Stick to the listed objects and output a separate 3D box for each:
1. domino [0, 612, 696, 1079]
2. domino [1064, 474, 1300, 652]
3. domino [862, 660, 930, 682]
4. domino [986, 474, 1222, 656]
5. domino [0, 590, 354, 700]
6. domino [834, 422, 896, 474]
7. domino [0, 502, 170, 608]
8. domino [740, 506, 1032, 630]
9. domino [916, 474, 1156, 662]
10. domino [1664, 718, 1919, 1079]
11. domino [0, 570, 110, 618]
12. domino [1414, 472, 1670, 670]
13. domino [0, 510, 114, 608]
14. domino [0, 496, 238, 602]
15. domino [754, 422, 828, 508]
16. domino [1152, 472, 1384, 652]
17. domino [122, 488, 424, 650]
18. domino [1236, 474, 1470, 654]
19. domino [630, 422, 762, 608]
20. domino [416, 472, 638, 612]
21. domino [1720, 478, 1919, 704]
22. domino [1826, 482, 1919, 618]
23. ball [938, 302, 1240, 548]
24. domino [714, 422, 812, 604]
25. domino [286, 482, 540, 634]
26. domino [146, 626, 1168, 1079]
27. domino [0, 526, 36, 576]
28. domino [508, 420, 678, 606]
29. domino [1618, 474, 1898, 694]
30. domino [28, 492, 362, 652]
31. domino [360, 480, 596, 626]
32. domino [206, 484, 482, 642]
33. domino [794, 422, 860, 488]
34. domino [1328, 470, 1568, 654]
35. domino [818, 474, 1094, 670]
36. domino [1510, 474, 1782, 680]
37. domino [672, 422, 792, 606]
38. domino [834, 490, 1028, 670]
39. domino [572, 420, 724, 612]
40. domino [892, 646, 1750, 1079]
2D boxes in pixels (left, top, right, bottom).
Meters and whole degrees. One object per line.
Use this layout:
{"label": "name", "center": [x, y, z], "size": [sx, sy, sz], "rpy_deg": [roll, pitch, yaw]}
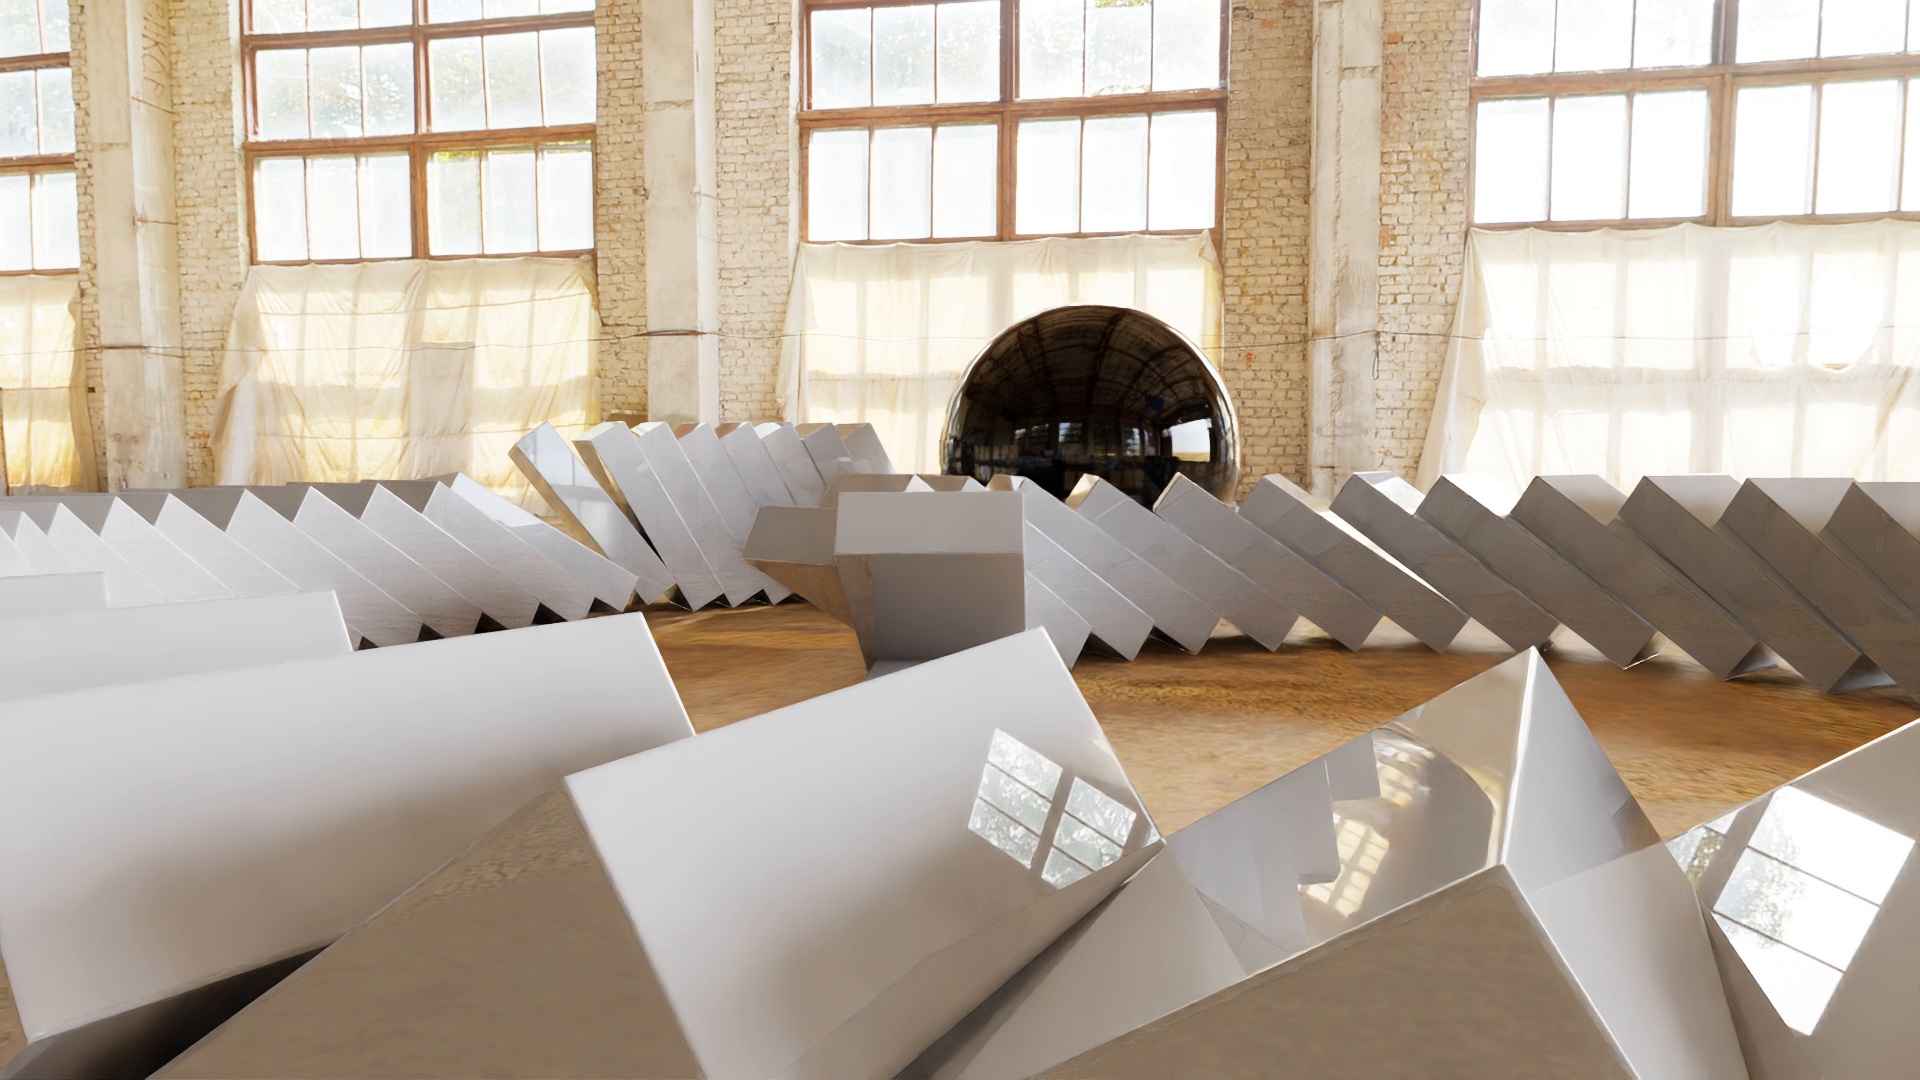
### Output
{"label": "domino", "center": [-0.036, 0.021, 0.057], "size": [0.050, 0.009, 0.025], "rpy_deg": [-36, -17, 31]}
{"label": "domino", "center": [0.046, 0.004, 0.272], "size": [0.050, 0.009, 0.025], "rpy_deg": [34, 3, -4]}
{"label": "domino", "center": [-0.001, 0.025, 0.172], "size": [0.025, 0.009, 0.050], "rpy_deg": [0, 4, 2]}
{"label": "domino", "center": [0.028, 0.005, 0.265], "size": [0.050, 0.009, 0.025], "rpy_deg": [34, -3, -12]}
{"label": "domino", "center": [-0.052, 0.020, 0.066], "size": [0.025, 0.009, 0.050], "rpy_deg": [-5, -27, -49]}
{"label": "domino", "center": [-0.022, -0.009, 0.360], "size": [0.010, 0.050, 0.025], "rpy_deg": [-33, 17, -20]}
{"label": "domino", "center": [-0.122, 0.012, 0.174], "size": [0.025, 0.009, 0.050], "rpy_deg": [0, -29, -3]}
{"label": "domino", "center": [-0.011, 0.010, 0.218], "size": [0.025, 0.009, 0.050], "rpy_deg": [3, -23, 38]}
{"label": "domino", "center": [0.012, 0.005, 0.252], "size": [0.050, 0.009, 0.025], "rpy_deg": [37, -12, -24]}
{"label": "domino", "center": [0.017, 0.022, 0.039], "size": [0.050, 0.009, 0.025], "rpy_deg": [-34, -6, 17]}
{"label": "domino", "center": [-0.068, 0.019, 0.077], "size": [0.025, 0.009, 0.050], "rpy_deg": [-4, -28, -40]}
{"label": "domino", "center": [0.120, 0.005, 0.262], "size": [0.025, 0.009, 0.050], "rpy_deg": [-5, 41, -48]}
{"label": "domino", "center": [-0.117, 0.013, 0.156], "size": [0.025, 0.010, 0.050], "rpy_deg": [-1, -29, -10]}
{"label": "domino", "center": [-0.125, 0.010, 0.193], "size": [0.025, 0.009, 0.050], "rpy_deg": [0, -29, 3]}
{"label": "domino", "center": [-0.042, -0.008, 0.351], "size": [0.009, 0.050, 0.025], "rpy_deg": [-33, 17, -20]}
{"label": "domino", "center": [0.065, 0.004, 0.275], "size": [0.050, 0.010, 0.025], "rpy_deg": [35, 8, 4]}
{"label": "domino", "center": [-0.123, 0.008, 0.230], "size": [0.025, 0.009, 0.050], "rpy_deg": [1, -28, 15]}
{"label": "domino", "center": [0.085, 0.004, 0.276], "size": [0.050, 0.009, 0.025], "rpy_deg": [37, 16, 15]}
{"label": "domino", "center": [-0.072, -0.007, 0.338], "size": [0.010, 0.050, 0.025], "rpy_deg": [-34, 18, -21]}
{"label": "domino", "center": [-0.104, 0.002, 0.302], "size": [0.025, 0.009, 0.050], "rpy_deg": [-3, -31, 44]}
{"label": "domino", "center": [0.160, 0.008, 0.222], "size": [0.025, 0.009, 0.050], "rpy_deg": [-1, 39, -15]}
{"label": "domino", "center": [0.167, 0.009, 0.204], "size": [0.025, 0.010, 0.050], "rpy_deg": [0, 39, -7]}
{"label": "ball", "center": [0.034, -0.023, 0.344], "size": [0.080, 0.080, 0.080], "rpy_deg": [0, 4, 0]}
{"label": "domino", "center": [-0.052, -0.008, 0.347], "size": [0.010, 0.050, 0.025], "rpy_deg": [-33, 17, -20]}
{"label": "domino", "center": [-0.114, 0.005, 0.266], "size": [0.025, 0.009, 0.050], "rpy_deg": [2, -28, 25]}
{"label": "domino", "center": [-0.019, 0.021, 0.049], "size": [0.050, 0.009, 0.025], "rpy_deg": [-35, -12, 26]}
{"label": "domino", "center": [-0.110, 0.015, 0.138], "size": [0.025, 0.009, 0.050], "rpy_deg": [-1, -28, -17]}
{"label": "domino", "center": [-0.093, -0.006, 0.324], "size": [0.010, 0.050, 0.025], "rpy_deg": [-41, 13, -20]}
{"label": "domino", "center": [0.150, 0.006, 0.237], "size": [0.025, 0.010, 0.050], "rpy_deg": [-2, 40, -25]}
{"label": "domino", "center": [-0.126, 0.009, 0.212], "size": [0.025, 0.010, 0.050], "rpy_deg": [1, -29, 12]}
{"label": "domino", "center": [-0.107, 0.004, 0.283], "size": [0.025, 0.009, 0.050], "rpy_deg": [2, -28, 30]}
{"label": "domino", "center": [-0.119, 0.006, 0.248], "size": [0.025, 0.010, 0.050], "rpy_deg": [1, -28, 21]}
{"label": "domino", "center": [-0.032, -0.008, 0.355], "size": [0.009, 0.050, 0.025], "rpy_deg": [-33, 17, -20]}
{"label": "domino", "center": [0.105, 0.004, 0.271], "size": [0.050, 0.009, 0.025], "rpy_deg": [42, 25, 26]}
{"label": "domino", "center": [-0.001, 0.006, 0.238], "size": [0.050, 0.010, 0.025], "rpy_deg": [40, -21, -31]}
{"label": "domino", "center": [0.136, 0.006, 0.251], "size": [0.025, 0.009, 0.050], "rpy_deg": [-3, 40, -38]}
{"label": "domino", "center": [-0.062, -0.007, 0.343], "size": [0.009, 0.050, 0.025], "rpy_deg": [-34, 18, -21]}
{"label": "domino", "center": [-0.003, 0.010, 0.192], "size": [0.025, 0.009, 0.050], "rpy_deg": [0, -30, 3]}
{"label": "domino", "center": [-0.081, -0.006, 0.331], "size": [0.009, 0.050, 0.025], "rpy_deg": [-34, 18, -21]}
{"label": "domino", "center": [-0.002, 0.022, 0.043], "size": [0.050, 0.010, 0.025], "rpy_deg": [-34, -10, 24]}
